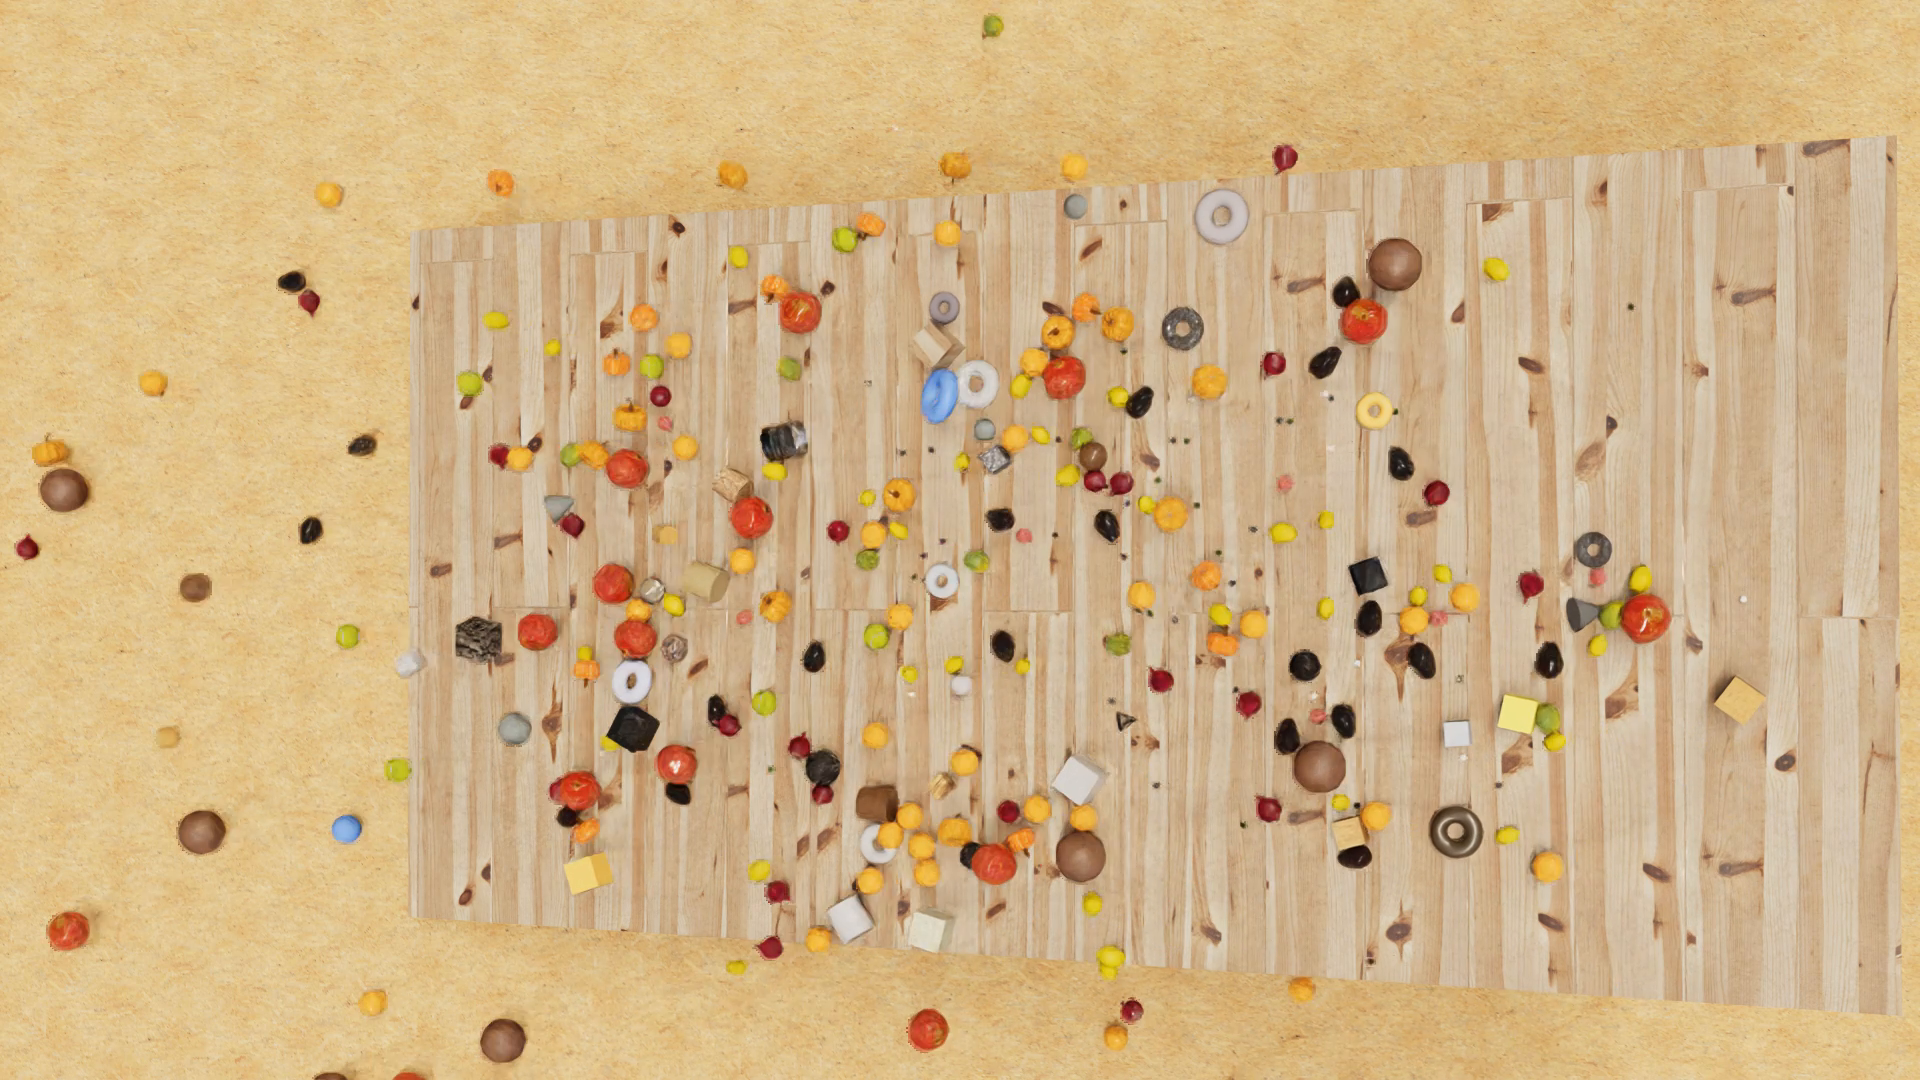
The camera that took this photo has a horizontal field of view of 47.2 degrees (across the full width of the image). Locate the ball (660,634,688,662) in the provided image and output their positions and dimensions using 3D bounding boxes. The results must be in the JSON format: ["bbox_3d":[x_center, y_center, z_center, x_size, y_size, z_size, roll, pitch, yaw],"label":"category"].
[{"bbox_3d":[-0.786,0.299,6.057,0.077,0.077,0.077,0,89,0],"label":"ball"}]

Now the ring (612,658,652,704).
[{"bbox_3d":[-0.912,0.392,6.113,0.128,0.043,0.128,-7,74,26],"label":"ring"}]

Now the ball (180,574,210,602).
[{"bbox_3d":[-2.250,0.141,6.463,0.086,0.086,0.086,0,89,0],"label":"ball"}]

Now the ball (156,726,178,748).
[{"bbox_3d":[-2.331,0.579,6.470,0.060,0.060,0.060,0,89,0],"label":"ball"}]

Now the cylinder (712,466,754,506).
[{"bbox_3d":[-0.618,-0.148,5.997,0.082,0.082,0.082,33,89,18],"label":"cylinder"}]

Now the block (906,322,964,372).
[{"bbox_3d":[-0.063,-0.507,5.787,0.091,0.091,0.091,46,104,15],"label":"block"}]

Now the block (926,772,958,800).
[{"bbox_3d":[-0.047,0.648,5.787,0.051,0.051,0.051,-43,75,15],"label":"block"}]

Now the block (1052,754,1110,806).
[{"bbox_3d":[0.309,0.613,5.631,0.092,0.092,0.092,36,101,17],"label":"block"}]

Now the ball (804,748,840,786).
[{"bbox_3d":[-0.367,0.608,5.885,0.096,0.096,0.096,0,89,0],"label":"ball"}]

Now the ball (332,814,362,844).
[{"bbox_3d":[-1.796,0.847,6.442,0.083,0.083,0.083,0,89,0],"label":"ball"}]

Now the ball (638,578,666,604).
[{"bbox_3d":[-0.853,0.140,6.086,0.073,0.073,0.073,0,89,0],"label":"ball"}]

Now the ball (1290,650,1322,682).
[{"bbox_3d":[0.854,0.312,5.436,0.077,0.077,0.077,0,89,0],"label":"ball"}]

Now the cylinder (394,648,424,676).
[{"bbox_3d":[-1.593,0.356,6.370,0.060,0.060,0.060,-32,89,18],"label":"cylinder"}]

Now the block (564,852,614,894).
[{"bbox_3d":[-1.036,0.931,6.139,0.087,0.087,0.087,-21,82,19],"label":"block"}]

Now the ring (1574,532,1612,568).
[{"bbox_3d":[1.504,0.023,5.220,0.087,0.029,0.087,0,91,21],"label":"ring"}]

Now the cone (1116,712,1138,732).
[{"bbox_3d":[0.432,0.462,5.623,0.053,0.053,0.053,-7,89,-6],"label":"cone"}]

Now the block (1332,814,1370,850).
[{"bbox_3d":[0.959,0.717,5.396,0.068,0.068,0.068,-17,83,20],"label":"block"}]

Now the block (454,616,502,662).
[{"bbox_3d":[-1.371,0.284,6.261,0.092,0.092,0.092,13,109,20],"label":"block"}]

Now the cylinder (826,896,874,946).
[{"bbox_3d":[-0.292,1.011,5.851,0.097,0.097,0.097,-32,78,0],"label":"cylinder"}]

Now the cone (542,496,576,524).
[{"bbox_3d":[-1.120,-0.101,6.210,0.087,0.087,0.087,-25,89,-7],"label":"cone"}]

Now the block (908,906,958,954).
[{"bbox_3d":[-0.072,1.023,5.772,0.088,0.088,0.088,15,95,20],"label":"block"}]

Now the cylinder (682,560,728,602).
[{"bbox_3d":[-0.697,0.113,6.018,0.093,0.093,0.093,19,89,20],"label":"cylinder"}]

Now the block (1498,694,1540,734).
[{"bbox_3d":[1.336,0.414,5.253,0.077,0.077,0.077,13,94,20],"label":"block"}]

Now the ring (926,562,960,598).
[{"bbox_3d":[-0.046,0.106,5.805,0.094,0.031,0.094,0,89,20],"label":"ring"}]

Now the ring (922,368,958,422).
[{"bbox_3d":[-0.053,-0.378,5.761,0.048,0.145,0.145,13,89,-28],"label":"ring"}]

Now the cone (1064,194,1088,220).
[{"bbox_3d":[0.288,-0.864,5.671,0.067,0.067,0.067,0,89,21],"label":"cone"}]

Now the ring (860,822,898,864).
[{"bbox_3d":[-0.215,0.807,5.857,0.111,0.037,0.111,0,90,20],"label":"ring"}]

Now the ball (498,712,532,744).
[{"bbox_3d":[-1.260,0.535,6.227,0.091,0.091,0.091,0,89,0],"label":"ball"}]

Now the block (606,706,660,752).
[{"bbox_3d":[-0.904,0.523,6.093,0.090,0.090,0.090,30,100,19],"label":"block"}]

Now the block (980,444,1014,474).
[{"bbox_3d":[0.096,-0.210,5.743,0.054,0.054,0.054,-34,78,17],"label":"block"}]

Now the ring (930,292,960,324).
[{"bbox_3d":[-0.041,-0.613,5.814,0.086,0.029,0.086,0,90,20],"label":"ring"}]

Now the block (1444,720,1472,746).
[{"bbox_3d":[1.203,0.467,5.313,0.058,0.058,0.058,-6,87,21],"label":"block"}]

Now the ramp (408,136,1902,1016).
[{"bbox_3d":[0.282,0.088,5.751,4.000,0.100,2.000,0,89,21],"label":"ramp"}]

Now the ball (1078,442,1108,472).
[{"bbox_3d":[0.339,-0.213,5.605,0.075,0.075,0.075,0,89,0],"label":"ball"}]

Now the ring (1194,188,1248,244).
[{"bbox_3d":[0.659,-0.816,5.542,0.141,0.047,0.141,0,90,22],"label":"ring"}]

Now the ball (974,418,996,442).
[{"bbox_3d":[0.065,-0.288,5.752,0.061,0.061,0.061,0,89,0],"label":"ball"}]

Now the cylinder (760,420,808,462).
[{"bbox_3d":[-0.474,-0.267,5.937,0.096,0.096,0.096,-10,89,20],"label":"cylinder"}]

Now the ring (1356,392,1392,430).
[{"bbox_3d":[1.019,-0.318,5.407,0.092,0.031,0.092,-1,86,21],"label":"ring"}]

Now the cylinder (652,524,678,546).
[{"bbox_3d":[-0.814,-0.015,6.068,0.055,0.055,0.055,-3,97,-28],"label":"cylinder"}]

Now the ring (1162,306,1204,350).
[{"bbox_3d":[0.565,-0.536,5.579,0.112,0.037,0.112,0,91,21],"label":"ring"}]

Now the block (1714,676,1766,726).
[{"bbox_3d":[1.801,0.369,5.075,0.080,0.080,0.080,38,102,17],"label":"block"}]

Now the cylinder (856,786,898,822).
[{"bbox_3d":[-0.219,0.701,5.832,0.088,0.088,0.088,5,89,21],"label":"cylinder"}]

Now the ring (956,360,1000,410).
[{"bbox_3d":[0.042,-0.408,5.771,0.131,0.044,0.131,-2,85,22],"label":"ring"}]

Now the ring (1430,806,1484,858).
[{"bbox_3d":[1.201,0.707,5.318,0.129,0.043,0.129,0,89,22],"label":"ring"}]

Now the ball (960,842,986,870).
[{"bbox_3d":[0.034,0.825,5.737,0.070,0.070,0.070,0,89,0],"label":"ball"}]

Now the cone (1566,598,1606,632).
[{"bbox_3d":[1.495,0.172,5.217,0.083,0.083,0.083,-8,89,-6],"label":"cone"}]

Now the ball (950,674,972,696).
[{"bbox_3d":[0.004,0.379,5.755,0.060,0.060,0.060,0,89,0],"label":"ball"}]

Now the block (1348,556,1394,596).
[{"bbox_3d":[1.006,0.087,5.382,0.077,0.077,0.077,-21,82,19],"label":"block"}]
